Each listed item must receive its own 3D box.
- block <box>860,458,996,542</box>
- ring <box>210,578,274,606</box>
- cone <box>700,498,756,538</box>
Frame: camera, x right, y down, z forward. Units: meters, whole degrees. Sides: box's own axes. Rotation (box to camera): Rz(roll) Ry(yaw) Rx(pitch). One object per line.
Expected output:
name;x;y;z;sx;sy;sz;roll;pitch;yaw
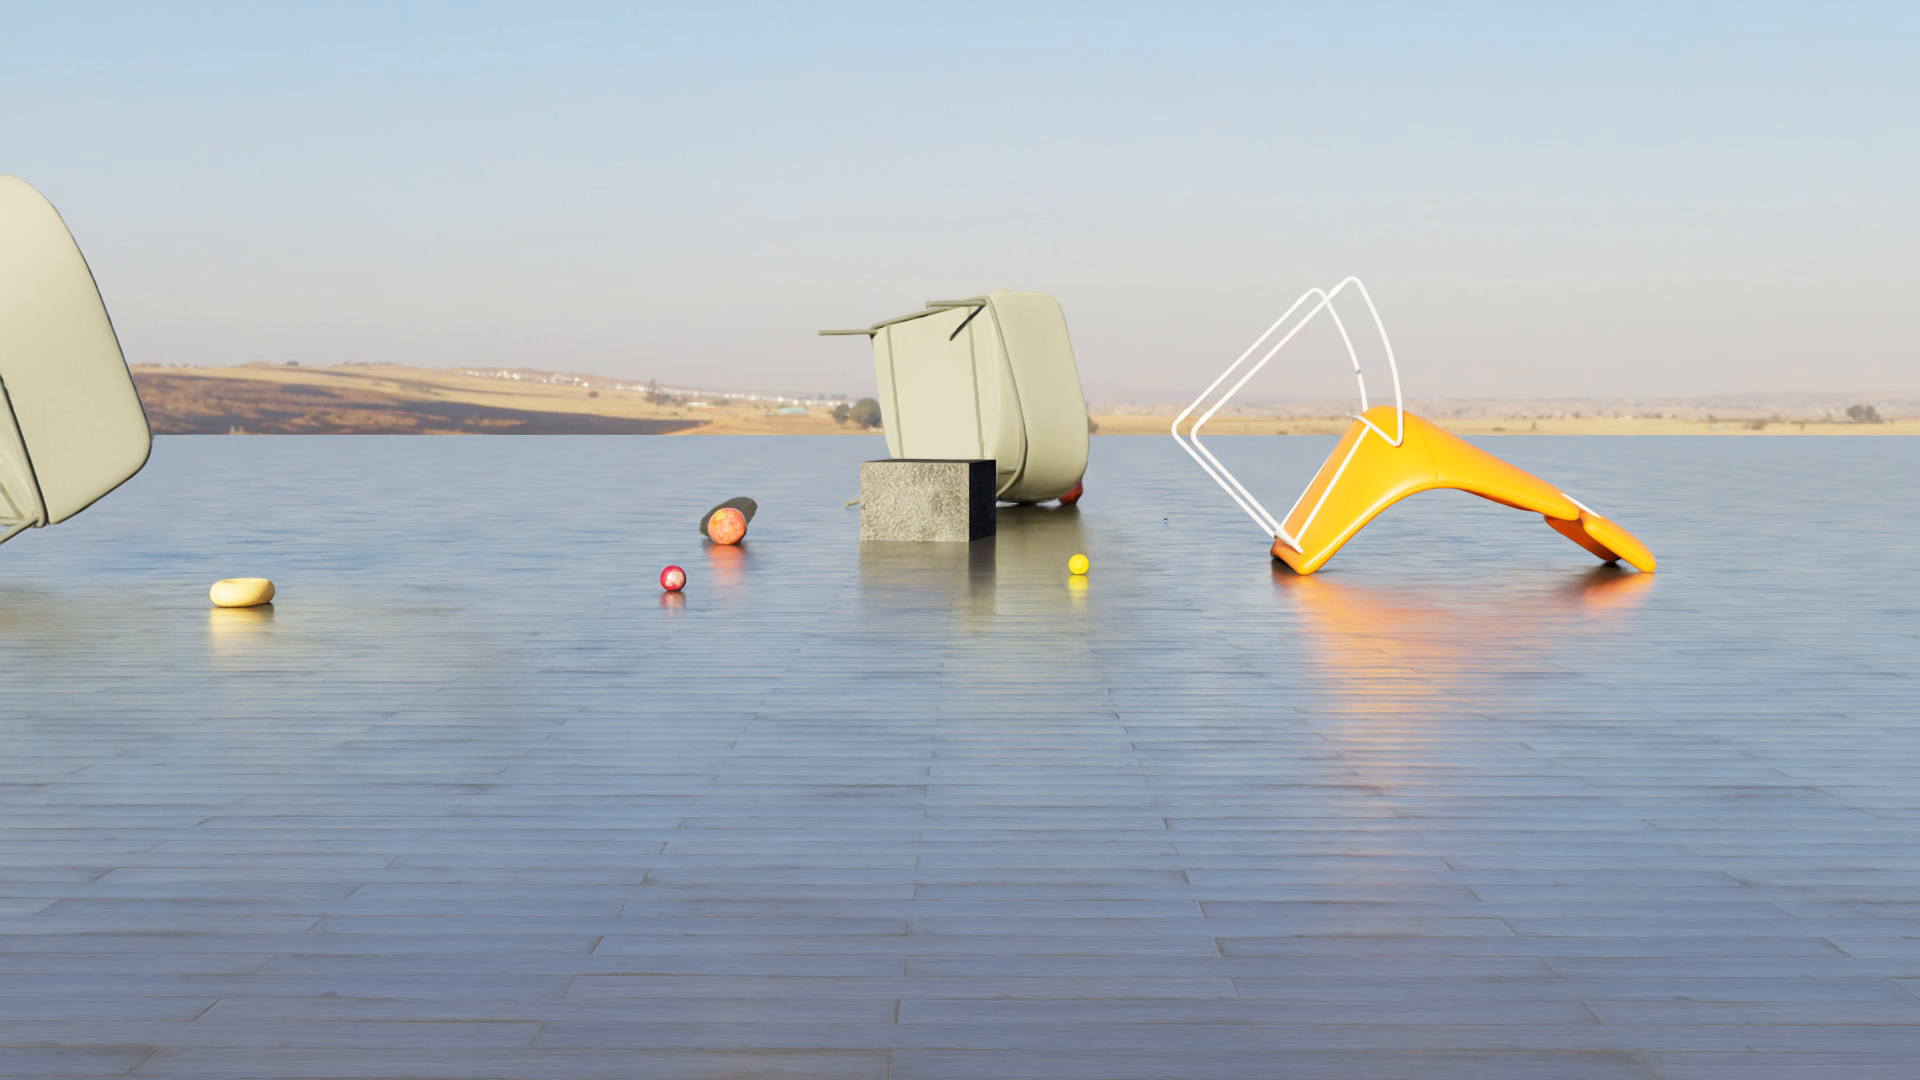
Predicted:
block;-0.093;-0.125;6.672;0.334;0.231;0.353;1;4;14
ring;-1.500;0.109;4.601;0.112;0.049;0.196;2;3;6
cone;-0.692;-0.040;6.706;0.194;0.074;0.190;2;42;35
